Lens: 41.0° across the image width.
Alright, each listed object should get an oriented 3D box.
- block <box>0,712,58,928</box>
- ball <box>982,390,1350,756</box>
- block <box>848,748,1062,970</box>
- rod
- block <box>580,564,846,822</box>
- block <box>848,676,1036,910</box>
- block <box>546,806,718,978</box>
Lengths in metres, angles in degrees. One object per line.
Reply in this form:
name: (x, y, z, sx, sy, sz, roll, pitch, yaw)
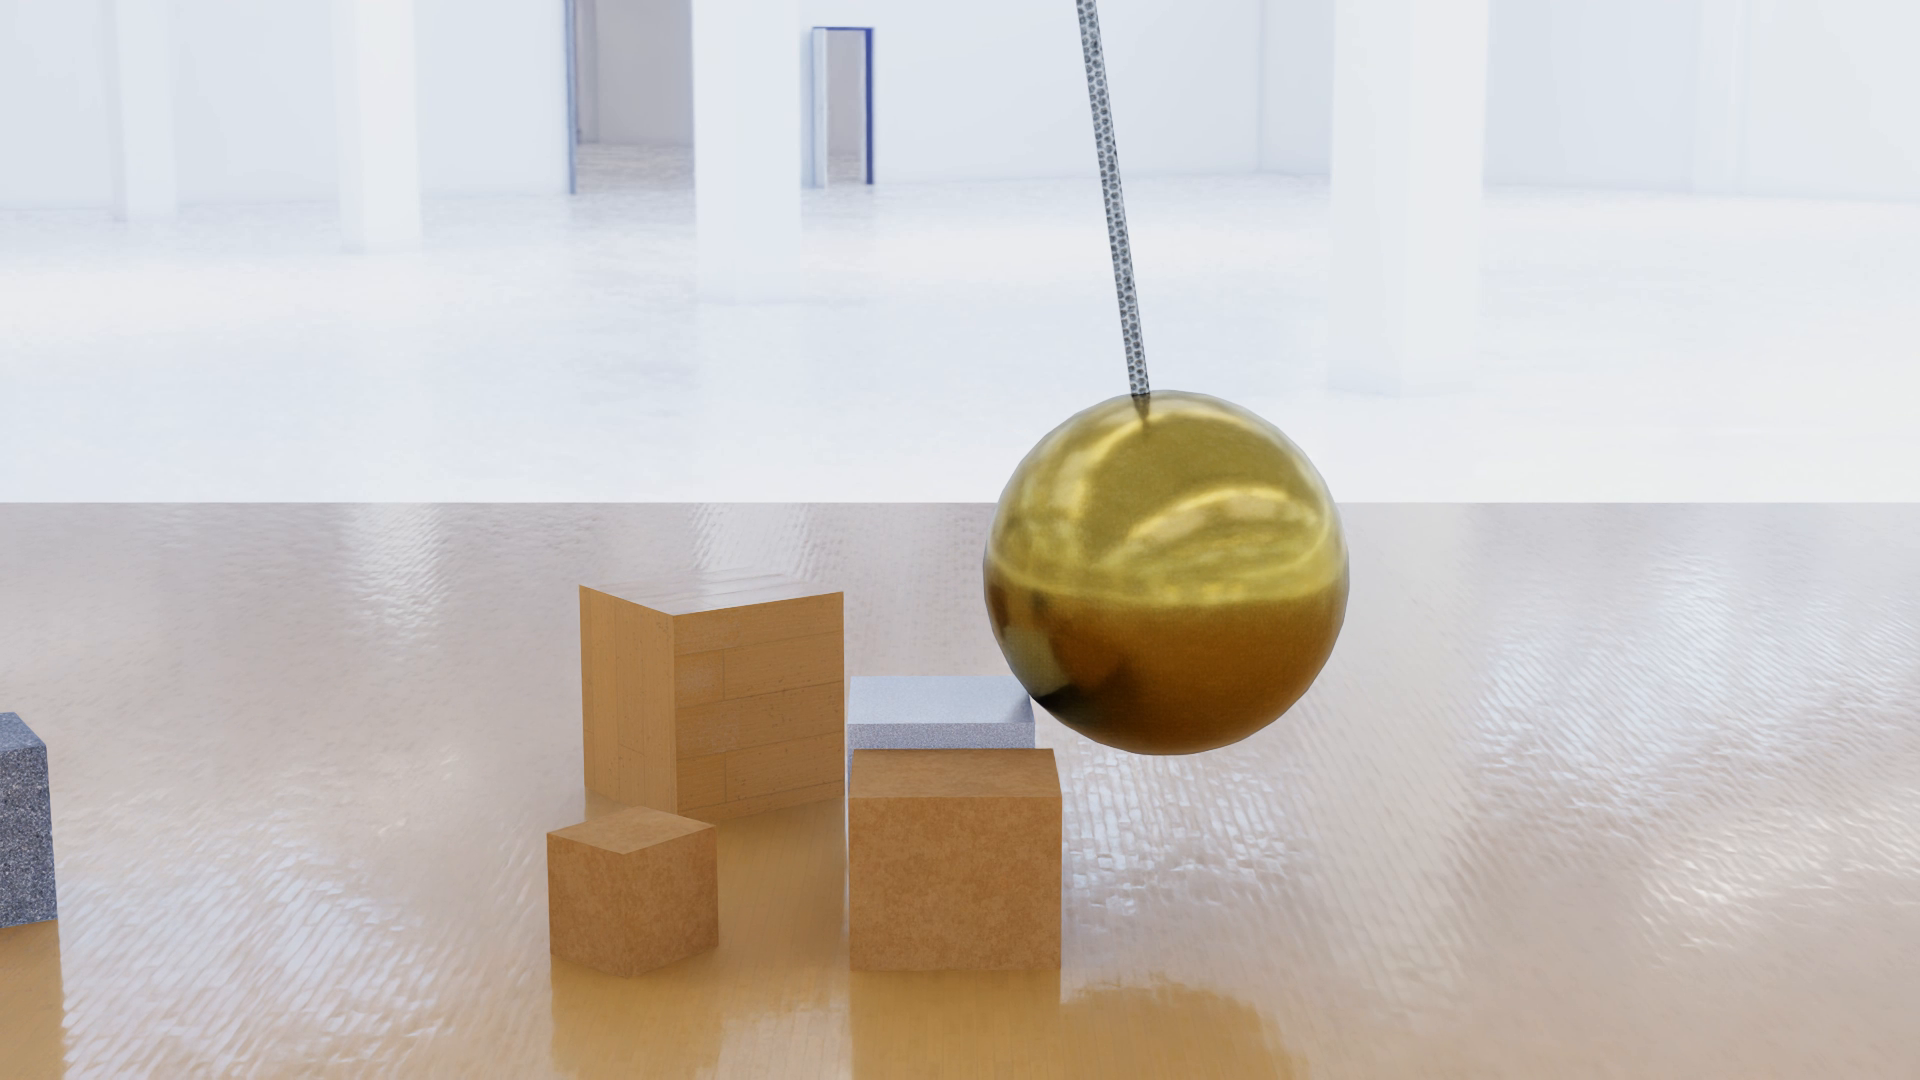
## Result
block: (-4.307, 1.209, 10.812, 0.791, 0.753, 0.670, -6, 12, -30)
ball: (0.897, 0.143, 11.206, 1.600, 1.600, 1.600, 0, 10, 0)
block: (-0.023, 1.291, 10.479, 0.838, 0.710, 0.735, 0, 10, -1)
rod: (0.389, -3.165, 10.605, 0.080, 5.200, 0.080, -8, 10, 2)
block: (-1.220, 0.739, 12.631, 0.952, 1.027, 0.914, -8, 13, -36)
block: (-0.089, 1.094, 11.258, 0.789, 0.819, 0.861, 0, 10, -1)
block: (-1.320, 1.414, 10.369, 0.449, 0.509, 0.510, 9, 13, 39)
